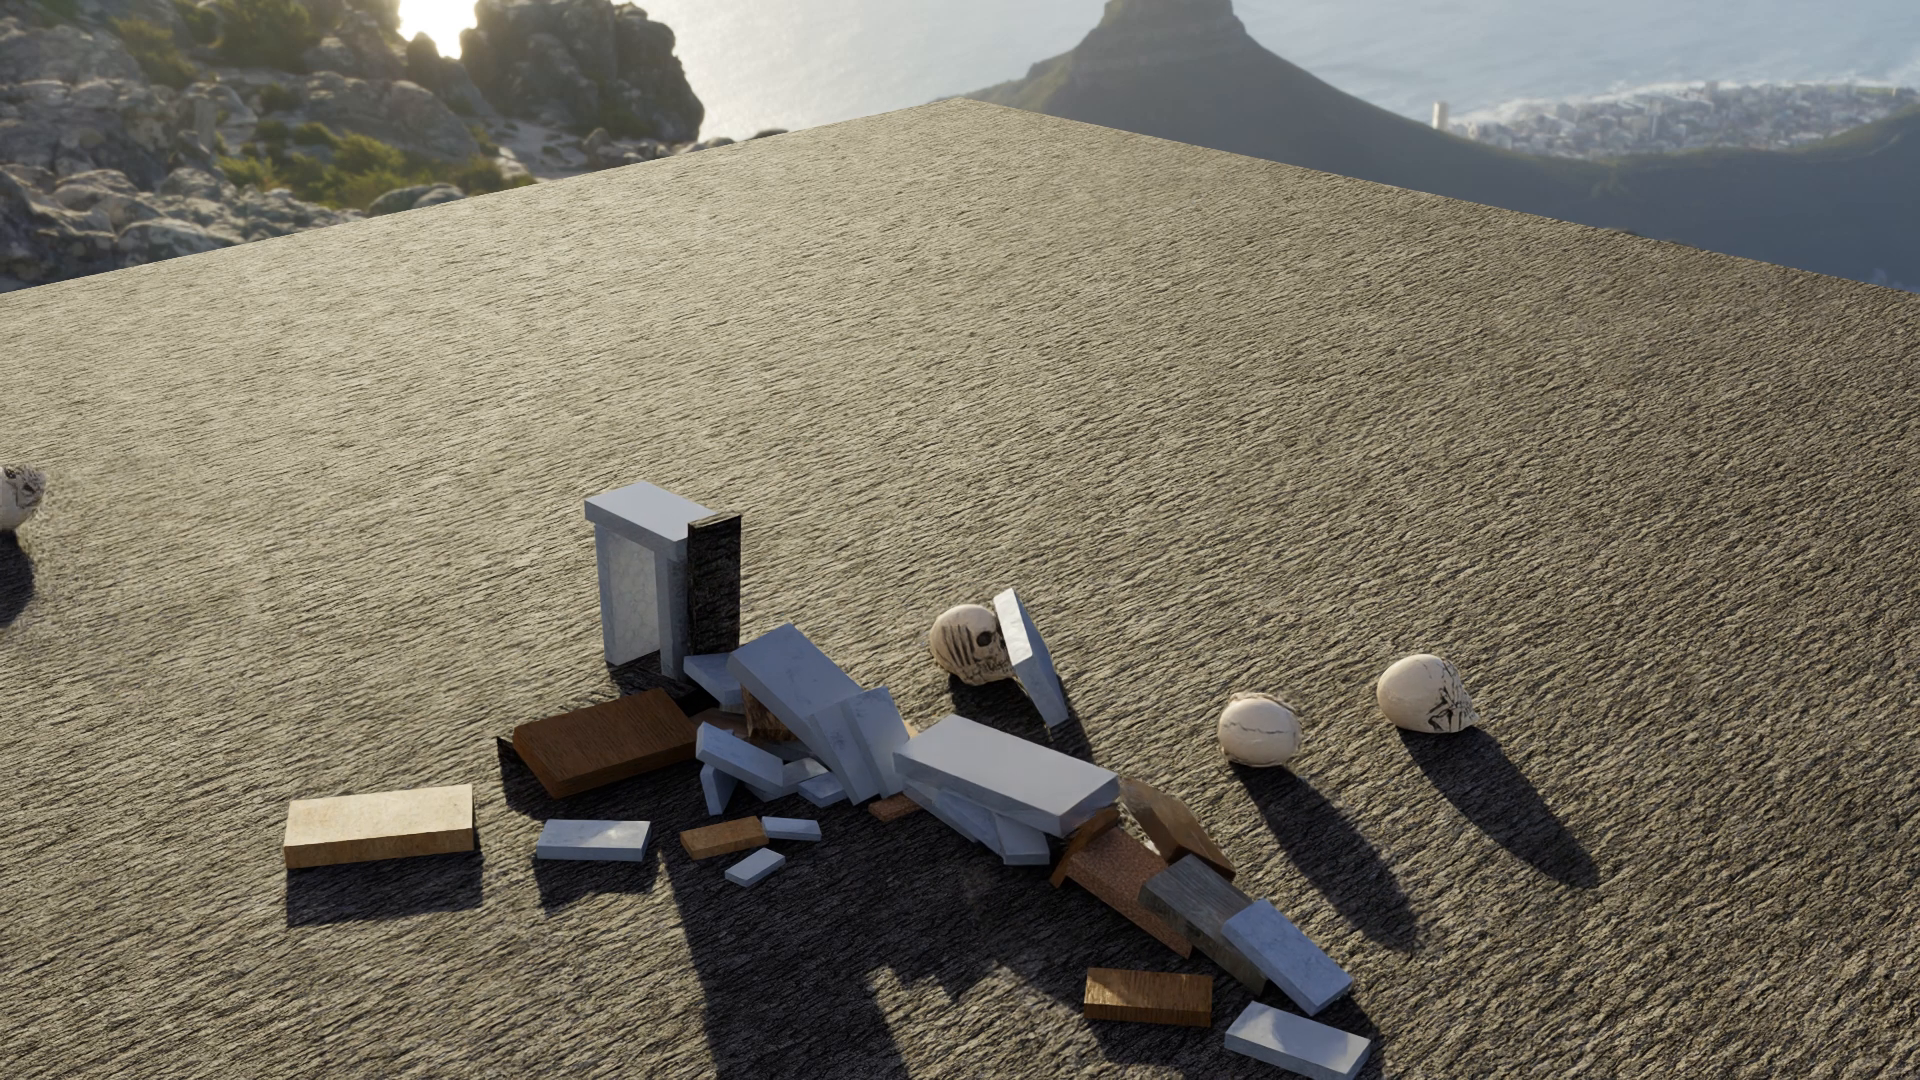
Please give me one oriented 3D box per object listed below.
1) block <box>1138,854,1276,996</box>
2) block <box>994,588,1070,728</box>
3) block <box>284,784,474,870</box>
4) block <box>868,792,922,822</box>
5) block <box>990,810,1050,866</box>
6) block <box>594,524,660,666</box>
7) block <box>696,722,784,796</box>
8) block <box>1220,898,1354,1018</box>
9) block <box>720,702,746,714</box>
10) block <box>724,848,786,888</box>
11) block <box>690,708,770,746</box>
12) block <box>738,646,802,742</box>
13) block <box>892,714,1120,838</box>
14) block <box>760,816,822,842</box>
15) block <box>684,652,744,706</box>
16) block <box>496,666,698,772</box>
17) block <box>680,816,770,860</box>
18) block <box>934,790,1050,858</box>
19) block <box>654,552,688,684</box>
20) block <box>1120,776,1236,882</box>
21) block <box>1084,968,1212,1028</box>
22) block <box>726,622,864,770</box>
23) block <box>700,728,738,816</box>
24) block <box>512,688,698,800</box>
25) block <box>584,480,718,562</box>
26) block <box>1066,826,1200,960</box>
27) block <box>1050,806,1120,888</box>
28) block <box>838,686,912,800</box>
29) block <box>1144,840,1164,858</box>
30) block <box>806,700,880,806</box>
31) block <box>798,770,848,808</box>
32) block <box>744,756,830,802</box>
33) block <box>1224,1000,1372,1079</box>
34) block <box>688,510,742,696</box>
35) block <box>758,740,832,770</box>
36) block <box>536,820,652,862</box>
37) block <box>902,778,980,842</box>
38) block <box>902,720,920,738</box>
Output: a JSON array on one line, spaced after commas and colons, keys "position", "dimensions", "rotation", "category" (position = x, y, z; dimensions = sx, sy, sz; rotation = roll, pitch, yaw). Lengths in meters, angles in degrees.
[{"position": [0.478, 0.692, 3.975], "dimensions": [0.290, 0.041, 0.145], "rotation": [36, 39, 29], "category": "block"}, {"position": [0.157, 0.260, 4.917], "dimensions": [0.050, 0.177, 0.355], "rotation": [-28, 23, 6], "category": "block"}, {"position": [-1.147, 0.566, 4.362], "dimensions": [0.356, 0.050, 0.178], "rotation": [-4, 23, -10], "category": "block"}, {"position": [-0.125, 0.539, 4.470], "dimensions": [0.112, 0.016, 0.056], "rotation": [-17, 28, -34], "category": "block"}, {"position": [0.116, 0.569, 4.252], "dimensions": [0.087, 0.025, 0.174], "rotation": [0, 26, -9], "category": "block"}, {"position": [-0.750, 0.105, 5.081], "dimensions": [0.169, 0.338, 0.048], "rotation": [-21, 30, -41], "category": "block"}, {"position": [-0.448, 0.446, 4.482], "dimensions": [0.190, 0.027, 0.095], "rotation": [28, 25, -20], "category": "block"}, {"position": [0.577, 0.734, 3.882], "dimensions": [0.109, 0.031, 0.219], "rotation": [-22, 54, -42], "category": "block"}, {"position": [-0.399, 0.369, 4.769], "dimensions": [0.221, 0.031, 0.110], "rotation": [8, -1, 13], "category": "block"}, {"position": [-0.396, 0.632, 4.250], "dimensions": [0.056, 0.016, 0.112], "rotation": [17, 28, 34], "category": "block"}, {"position": [-0.498, 0.406, 4.710], "dimensions": [0.220, 0.031, 0.110], "rotation": [6, 21, 43], "category": "block"}, {"position": [-0.402, 0.326, 4.687], "dimensions": [0.118, 0.034, 0.237], "rotation": [5, 43, -20], "category": "block"}, {"position": [0.088, 0.463, 4.370], "dimensions": [0.448, 0.050, 0.177], "rotation": [16, 34, 41], "category": "block"}, {"position": [-0.335, 0.573, 4.360], "dimensions": [0.112, 0.016, 0.056], "rotation": [7, 20, -17], "category": "block"}, {"position": [-0.505, 0.302, 4.806], "dimensions": [0.118, 0.034, 0.237], "rotation": [-4, 17, -28], "category": "block"}, {"position": [-0.780, 0.395, 4.765], "dimensions": [0.178, 0.050, 0.423], "rotation": [17, 28, 35], "category": "block"}, {"position": [-0.465, 0.588, 4.345], "dimensions": [0.157, 0.022, 0.079], "rotation": [-10, 25, -22], "category": "block"}, {"position": [0.063, 0.549, 4.349], "dimensions": [0.110, 0.031, 0.220], "rotation": [-18, 36, -36], "category": "block"}, {"position": [-0.594, 0.165, 4.940], "dimensions": [0.169, 0.338, 0.048], "rotation": [-19, 29, -38], "category": "block"}, {"position": [0.418, 0.566, 4.265], "dimensions": [0.145, 0.041, 0.290], "rotation": [29, 10, -23], "category": "block"}, {"position": [0.330, 0.798, 3.841], "dimensions": [0.219, 0.031, 0.109], "rotation": [3, 23, 6], "category": "block"}, {"position": [-0.310, 0.334, 4.655], "dimensions": [0.355, 0.050, 0.177], "rotation": [41, 43, 21], "category": "block"}, {"position": [-0.489, 0.475, 4.515], "dimensions": [0.027, 0.095, 0.190], "rotation": [-7, 22, 11], "category": "block"}, {"position": [-0.734, 0.422, 4.606], "dimensions": [0.356, 0.050, 0.178], "rotation": [-14, 44, -38], "category": "block"}, {"position": [-0.675, -0.045, 4.940], "dimensions": [0.169, 0.048, 0.337], "rotation": [-21, 31, -40], "category": "block"}, {"position": [0.354, 0.652, 4.075], "dimensions": [0.290, 0.041, 0.145], "rotation": [32, 38, 29], "category": "block"}, {"position": [0.236, 0.584, 4.173], "dimensions": [0.025, 0.174, 0.087], "rotation": [43, 41, 20], "category": "block"}, {"position": [-0.156, 0.417, 4.535], "dimensions": [0.110, 0.220, 0.031], "rotation": [-15, -15, -41], "category": "block"}, {"position": [0.363, 0.624, 4.265], "dimensions": [0.069, 0.020, 0.138], "rotation": [18, 29, 36], "category": "block"}, {"position": [-0.223, 0.433, 4.516], "dimensions": [0.103, 0.206, 0.029], "rotation": [-22, -11, -42], "category": "block"}, {"position": [-0.248, 0.504, 4.545], "dimensions": [0.158, 0.022, 0.079], "rotation": [-18, 29, -36], "category": "block"}, {"position": [-0.358, 0.496, 4.562], "dimensions": [0.157, 0.022, 0.079], "rotation": [-15, 27, -32], "category": "block"}, {"position": [0.570, 0.851, 3.715], "dimensions": [0.219, 0.031, 0.109], "rotation": [14, 26, 29], "category": "block"}, {"position": [-0.547, 0.142, 4.885], "dimensions": [0.118, 0.422, 0.034], "rotation": [-18, 34, -36], "category": "block"}, {"position": [-0.316, 0.438, 4.688], "dimensions": [0.220, 0.031, 0.110], "rotation": [10, 25, 23], "category": "block"}, {"position": [-0.720, 0.591, 4.331], "dimensions": [0.206, 0.029, 0.103], "rotation": [1, 23, 2], "category": "block"}, {"position": [-0.003, 0.530, 4.445], "dimensions": [0.110, 0.031, 0.220], "rotation": [-19, 35, -38], "category": "block"}, {"position": [-0.118, 0.446, 4.671], "dimensions": [0.103, 0.029, 0.206], "rotation": [-13, 26, -27], "category": "block"}]
